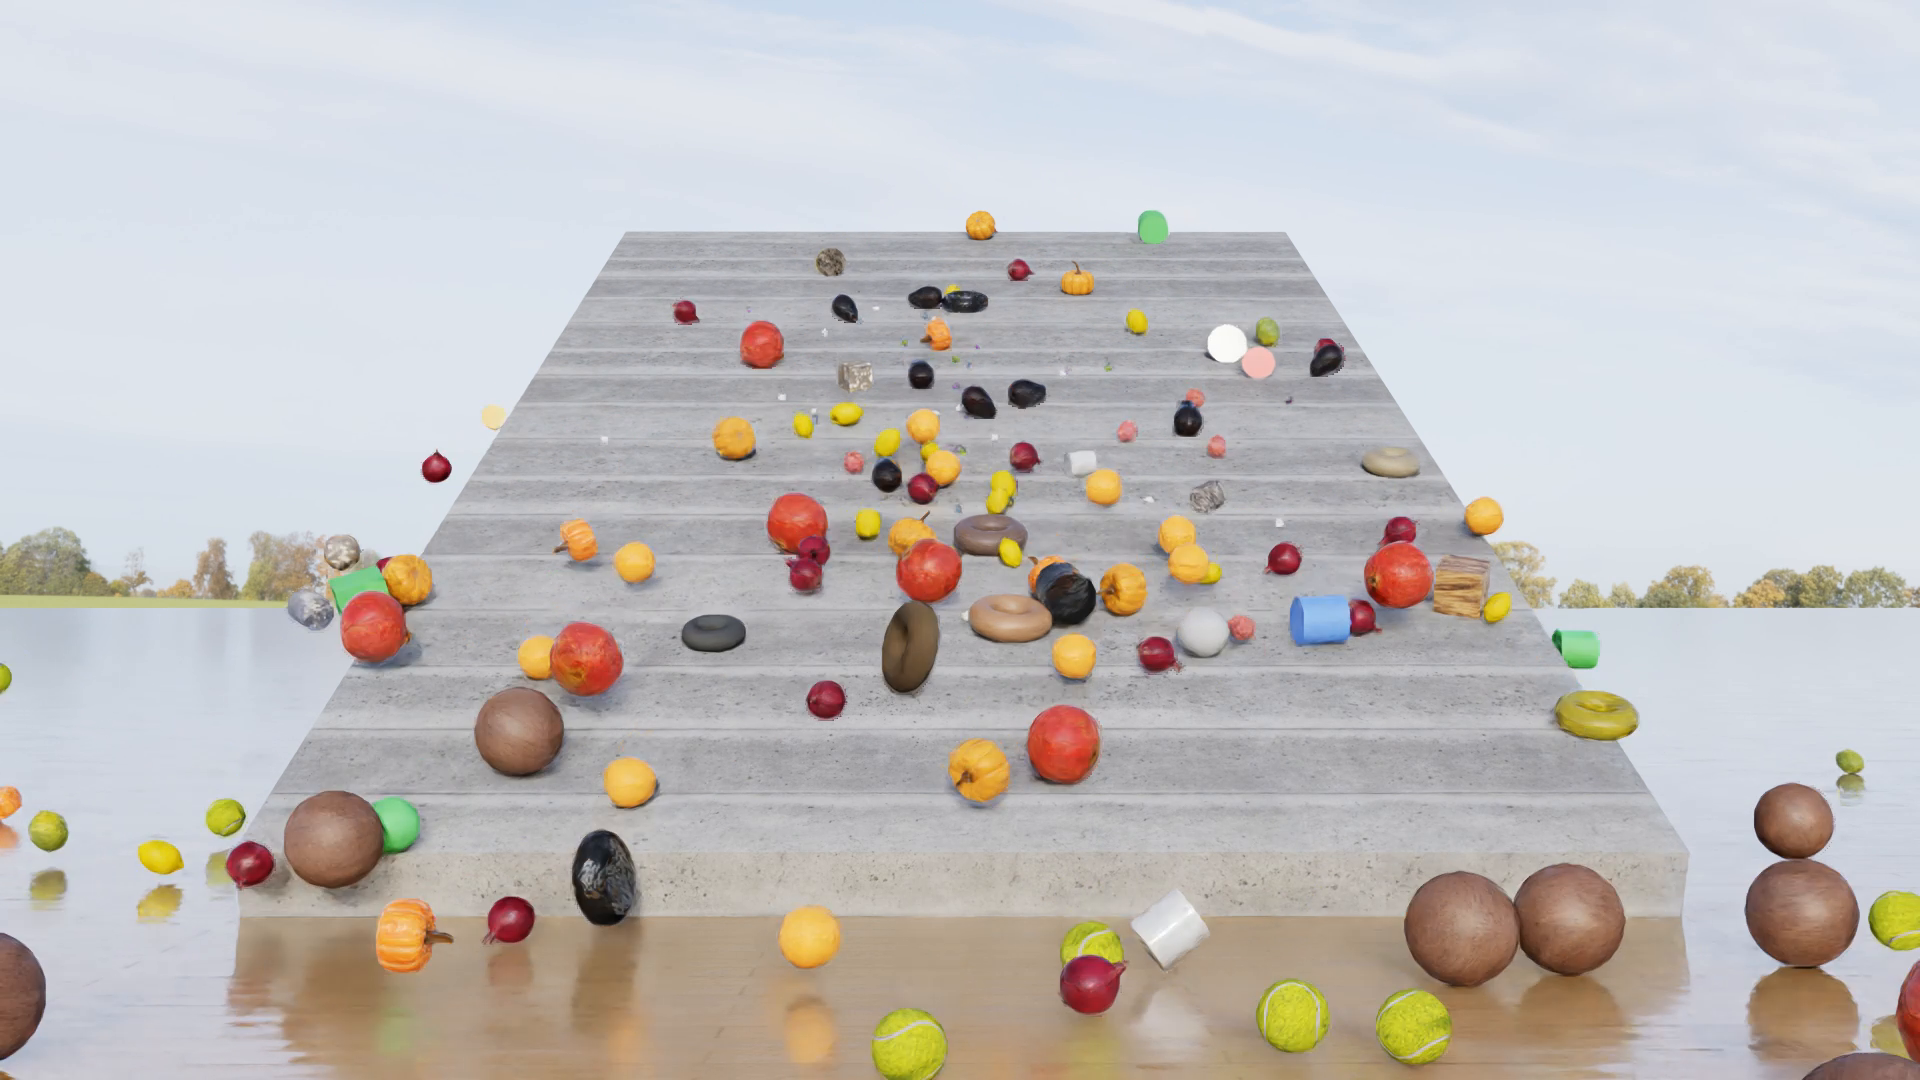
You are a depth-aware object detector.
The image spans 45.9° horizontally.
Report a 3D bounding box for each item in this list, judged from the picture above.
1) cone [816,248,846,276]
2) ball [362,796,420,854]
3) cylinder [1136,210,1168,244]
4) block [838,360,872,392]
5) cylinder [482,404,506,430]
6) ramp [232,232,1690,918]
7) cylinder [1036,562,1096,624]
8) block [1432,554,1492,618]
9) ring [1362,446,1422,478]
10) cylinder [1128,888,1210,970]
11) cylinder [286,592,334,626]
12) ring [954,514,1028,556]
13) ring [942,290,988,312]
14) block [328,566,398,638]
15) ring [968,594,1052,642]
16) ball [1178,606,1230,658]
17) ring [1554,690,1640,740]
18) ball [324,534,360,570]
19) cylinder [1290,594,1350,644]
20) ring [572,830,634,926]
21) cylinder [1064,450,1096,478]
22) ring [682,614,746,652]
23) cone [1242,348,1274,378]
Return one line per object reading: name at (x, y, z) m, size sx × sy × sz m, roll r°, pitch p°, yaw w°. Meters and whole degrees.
cone at (-0.356, -0.770, 6.357) m, size 0.083 × 0.083 × 0.083 m, roll 0°, pitch -7°, yaw 6°
ball at (-0.778, 0.390, 3.098) m, size 0.077 × 0.077 × 0.077 m, roll 0°, pitch -2°, yaw 0°
cylinder at (0.572, -0.931, 6.734) m, size 0.086 × 0.086 × 0.086 m, roll 0°, pitch 20°, yaw 0°
block at (-0.243, -0.381, 5.256) m, size 0.058 × 0.058 × 0.058 m, roll -11°, pitch 23°, yaw -28°
cylinder at (-1.042, -0.274, 5.069) m, size 0.053 × 0.053 × 0.053 m, roll 0°, pitch -1°, yaw -8°
ramp at (-0.005, -0.206, 5.007) m, size 2.000 × 0.100 × 4.000 m, roll 0°, pitch 20°, yaw 0°
cylinder at (0.182, 0.090, 3.900) m, size 0.088 × 0.088 × 0.088 m, roll 0°, pitch 13°, yaw -11°
block at (0.876, 0.081, 3.954) m, size 0.080 × 0.080 × 0.080 m, roll 8°, pitch 21°, yaw 21°
ring at (0.894, -0.162, 4.683) m, size 0.123 × 0.041 × 0.123 m, roll 1°, pitch 19°, yaw 0°
cylinder at (0.247, 0.459, 2.671) m, size 0.069 × 0.069 × 0.069 m, roll -37°, pitch 3°, yaw -6°
cylinder at (-1.471, 0.158, 5.131) m, size 0.077 × 0.077 × 0.077 m, roll -2°, pitch -2°, yaw 45°
ring at (0.057, -0.009, 4.249) m, size 0.141 × 0.047 × 0.141 m, roll 1°, pitch 21°, yaw 0°
ring at (0.014, -0.627, 5.962) m, size 0.122 × 0.041 × 0.122 m, roll 1°, pitch 19°, yaw 0°
block at (-1.023, 0.105, 3.884) m, size 0.084 × 0.084 × 0.084 m, roll -19°, pitch 21°, yaw -18°
ring at (0.087, 0.133, 3.855) m, size 0.144 × 0.048 × 0.144 m, roll 4°, pitch 20°, yaw -1°
ball at (0.402, 0.152, 3.749) m, size 0.085 × 0.085 × 0.085 m, roll 0°, pitch -2°, yaw 0°
ring at (0.981, 0.270, 3.491) m, size 0.128 × 0.043 × 0.128 m, roll 1°, pitch 20°, yaw 0°
ball at (-1.406, 0.027, 5.154) m, size 0.083 × 0.083 × 0.083 m, roll 0°, pitch -2°, yaw 0°
cylinder at (0.604, 0.134, 3.801) m, size 0.080 × 0.080 × 0.080 m, roll -3°, pitch -1°, yaw -9°
ring at (-0.466, 0.442, 2.963) m, size 0.042 × 0.127 × 0.127 m, roll -8°, pitch -4°, yaw 17°
cylinder at (0.246, -0.156, 4.643) m, size 0.052 × 0.052 × 0.052 m, roll -6°, pitch 0°, yaw -17°
ring at (-0.414, 0.156, 3.807) m, size 0.108 × 0.036 × 0.108 m, roll -1°, pitch 21°, yaw 0°
cone at (0.704, -0.413, 5.383) m, size 0.077 × 0.077 × 0.077 m, roll 0°, pitch -7°, yaw -1°
